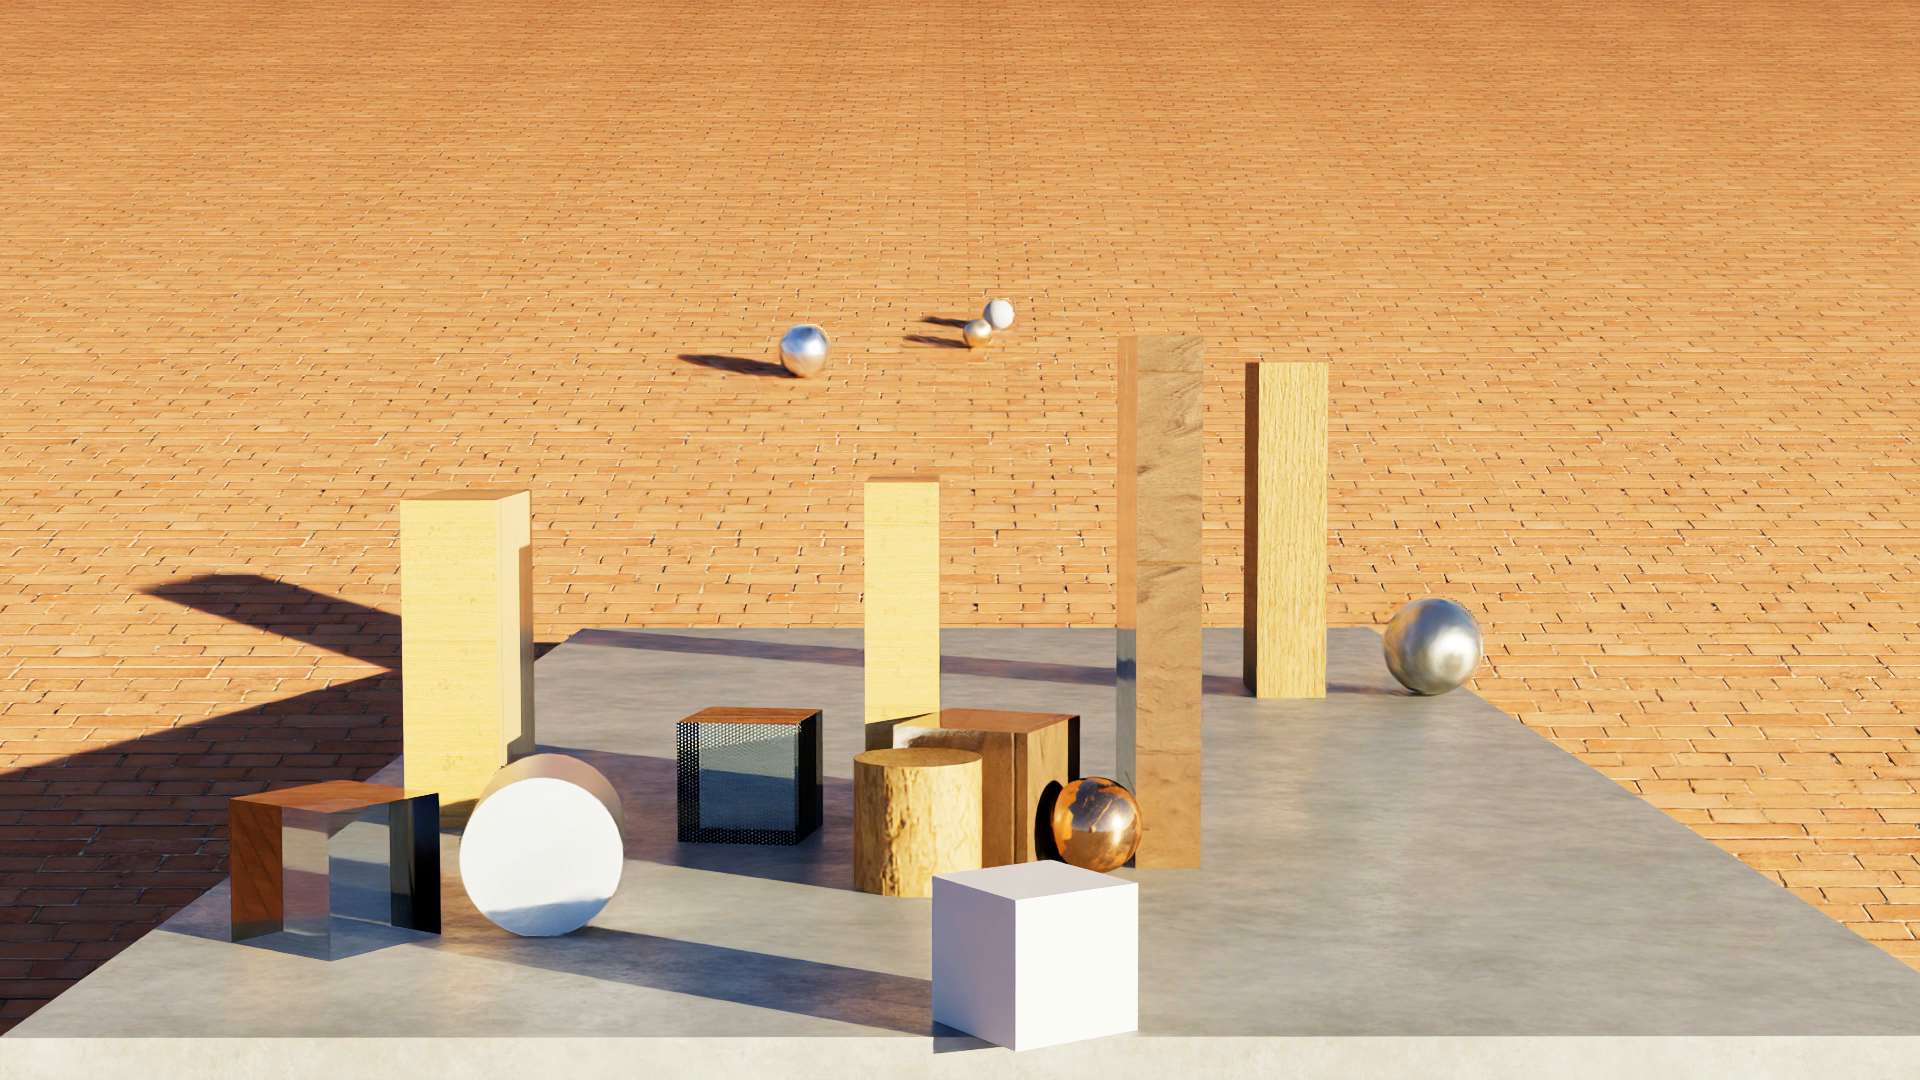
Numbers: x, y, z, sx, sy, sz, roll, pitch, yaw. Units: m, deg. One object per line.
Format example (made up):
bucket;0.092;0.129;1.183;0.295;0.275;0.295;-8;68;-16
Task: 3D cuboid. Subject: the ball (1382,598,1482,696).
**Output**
ball;0.952;0.215;5.179;0.197;0.197;0.197;0;19;0

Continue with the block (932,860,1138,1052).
block;0.074;0.415;2.581;0.148;0.148;0.148;-3;5;-34

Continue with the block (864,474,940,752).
block;-0.080;0.163;3.672;0.102;0.504;0.321;0;4;0

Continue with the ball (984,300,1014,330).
ball;0.146;-0.854;9.737;0.117;0.117;0.117;0;19;0

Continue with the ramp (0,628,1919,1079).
ramp;0.045;0.407;4.538;2.000;0.100;4.000;0;4;0

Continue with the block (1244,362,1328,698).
block;0.662;-0.026;5.237;0.137;0.670;0.247;0;4;0

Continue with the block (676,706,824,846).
block;-0.296;0.333;3.646;0.168;0.168;0.168;1;4;10

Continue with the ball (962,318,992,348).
ball;0.066;-0.764;9.488;0.110;0.110;0.110;0;19;0

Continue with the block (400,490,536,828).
block;-0.732;0.168;3.840;0.136;0.472;0.320;0;4;0

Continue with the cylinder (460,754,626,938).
cylinder;-0.496;0.362;3.071;0.187;0.187;0.187;-2;4;-6

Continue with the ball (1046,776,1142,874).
ball;0.175;0.373;3.357;0.127;0.127;0.127;0;19;0

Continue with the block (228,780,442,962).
block;-0.723;0.379;2.973;0.168;0.168;0.168;3;5;35

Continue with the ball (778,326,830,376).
ball;-0.553;-0.670;9.110;0.182;0.182;0.182;0;19;0

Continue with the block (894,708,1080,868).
block;0.038;0.336;3.436;0.191;0.191;0.191;2;4;23

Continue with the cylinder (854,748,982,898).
cylinder;-0.054;0.359;3.283;0.164;0.164;0.164;0;4;0

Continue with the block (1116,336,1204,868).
block;0.274;0.070;3.573;0.086;0.703;0.412;0;4;0
